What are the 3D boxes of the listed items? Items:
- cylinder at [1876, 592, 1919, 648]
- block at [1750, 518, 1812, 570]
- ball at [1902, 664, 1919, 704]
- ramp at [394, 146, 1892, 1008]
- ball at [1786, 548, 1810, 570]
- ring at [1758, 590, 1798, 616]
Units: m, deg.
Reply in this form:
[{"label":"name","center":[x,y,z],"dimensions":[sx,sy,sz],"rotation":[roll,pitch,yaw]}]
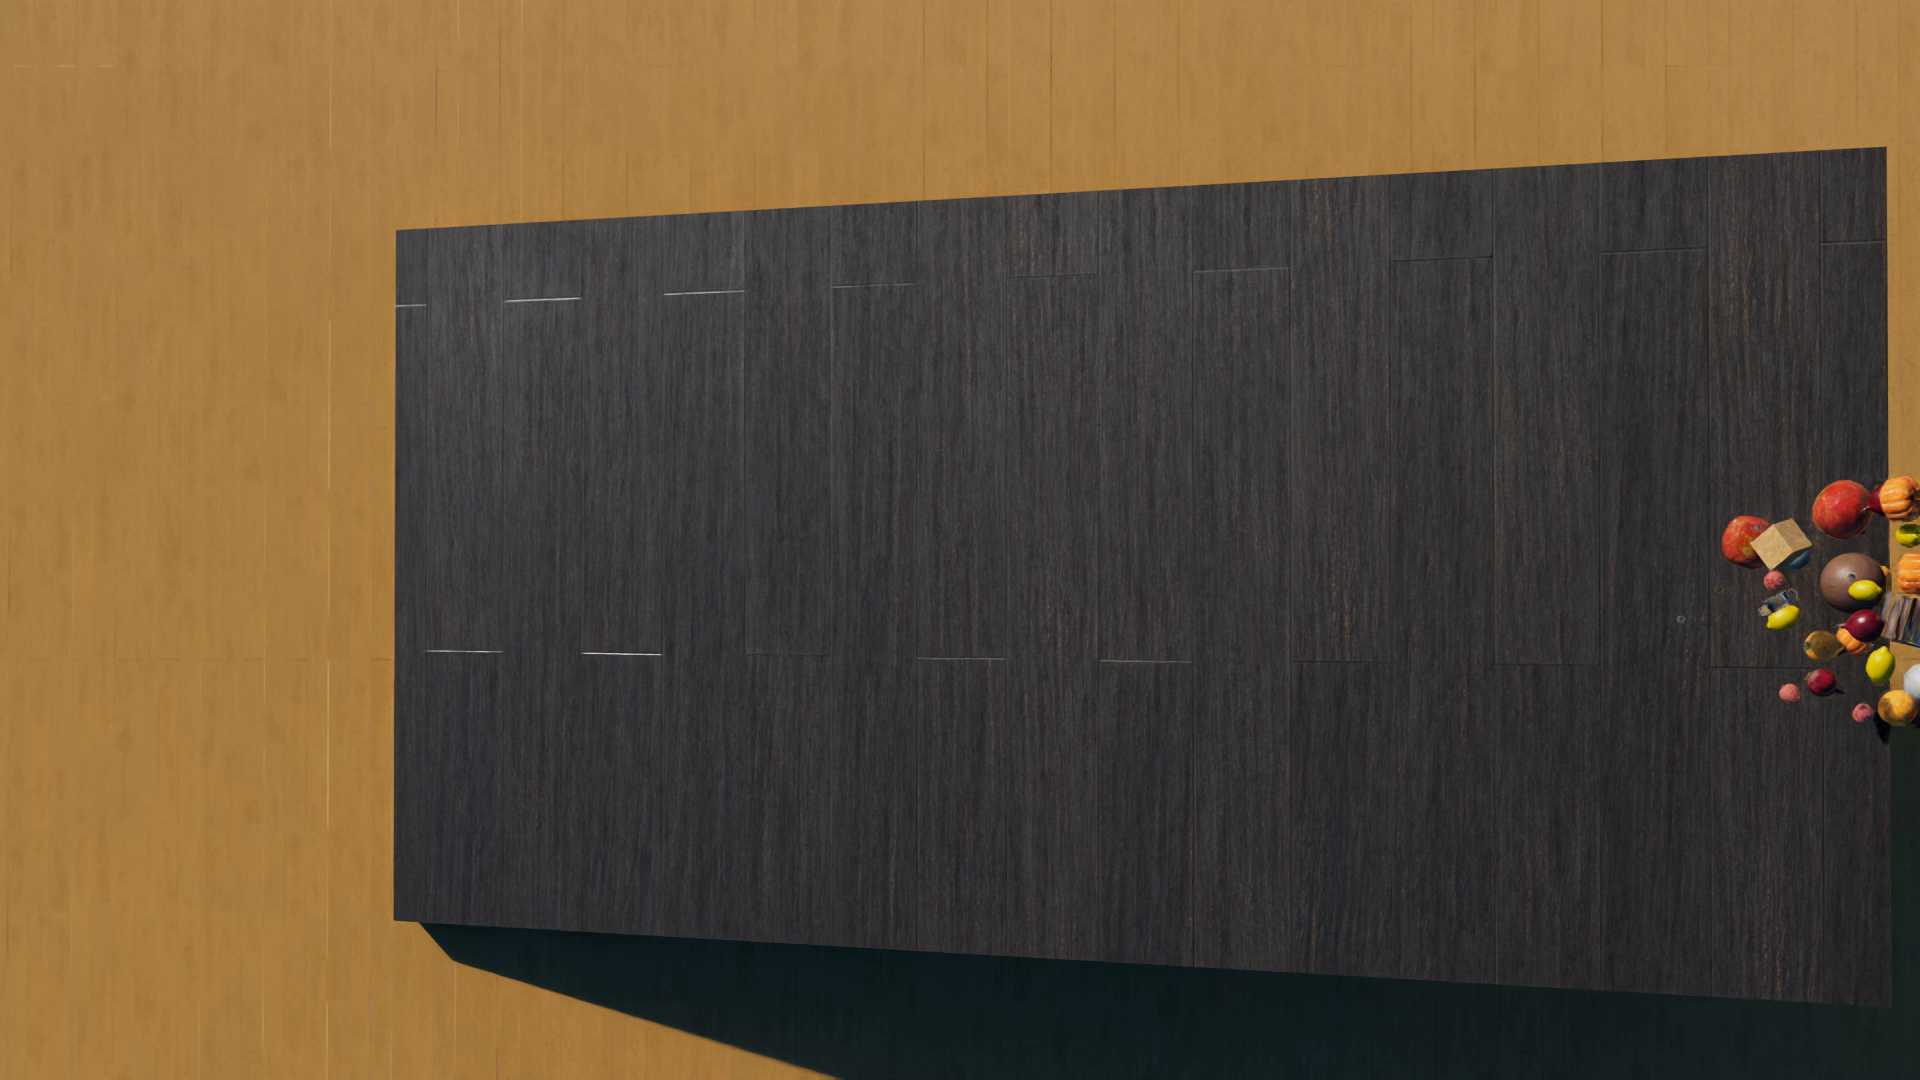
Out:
[{"label":"cylinder","center":[1.723,0.145,4.005],"dimensions":[0.085,0.085,0.085],"rotation":[13,96,0]},{"label":"block","center":[1.622,0.009,4.342],"dimensions":[0.067,0.067,0.067],"rotation":[-14,63,-36]},{"label":"ball","center":[1.949,0.290,4.437],"dimensions":[0.085,0.085,0.085],"rotation":[0,89,0]},{"label":"ramp","center":[0.277,0.092,5.787],"dimensions":[4.000,0.100,2.000],"rotation":[0,89,18]},{"label":"ball","center":[1.700,0.029,4.479],"dimensions":[0.062,0.062,0.062],"rotation":[0,89,0]},{"label":"ring","center":[1.567,0.119,4.211],"dimensions":[0.080,0.080,0.027],"rotation":[-28,82,0]}]
